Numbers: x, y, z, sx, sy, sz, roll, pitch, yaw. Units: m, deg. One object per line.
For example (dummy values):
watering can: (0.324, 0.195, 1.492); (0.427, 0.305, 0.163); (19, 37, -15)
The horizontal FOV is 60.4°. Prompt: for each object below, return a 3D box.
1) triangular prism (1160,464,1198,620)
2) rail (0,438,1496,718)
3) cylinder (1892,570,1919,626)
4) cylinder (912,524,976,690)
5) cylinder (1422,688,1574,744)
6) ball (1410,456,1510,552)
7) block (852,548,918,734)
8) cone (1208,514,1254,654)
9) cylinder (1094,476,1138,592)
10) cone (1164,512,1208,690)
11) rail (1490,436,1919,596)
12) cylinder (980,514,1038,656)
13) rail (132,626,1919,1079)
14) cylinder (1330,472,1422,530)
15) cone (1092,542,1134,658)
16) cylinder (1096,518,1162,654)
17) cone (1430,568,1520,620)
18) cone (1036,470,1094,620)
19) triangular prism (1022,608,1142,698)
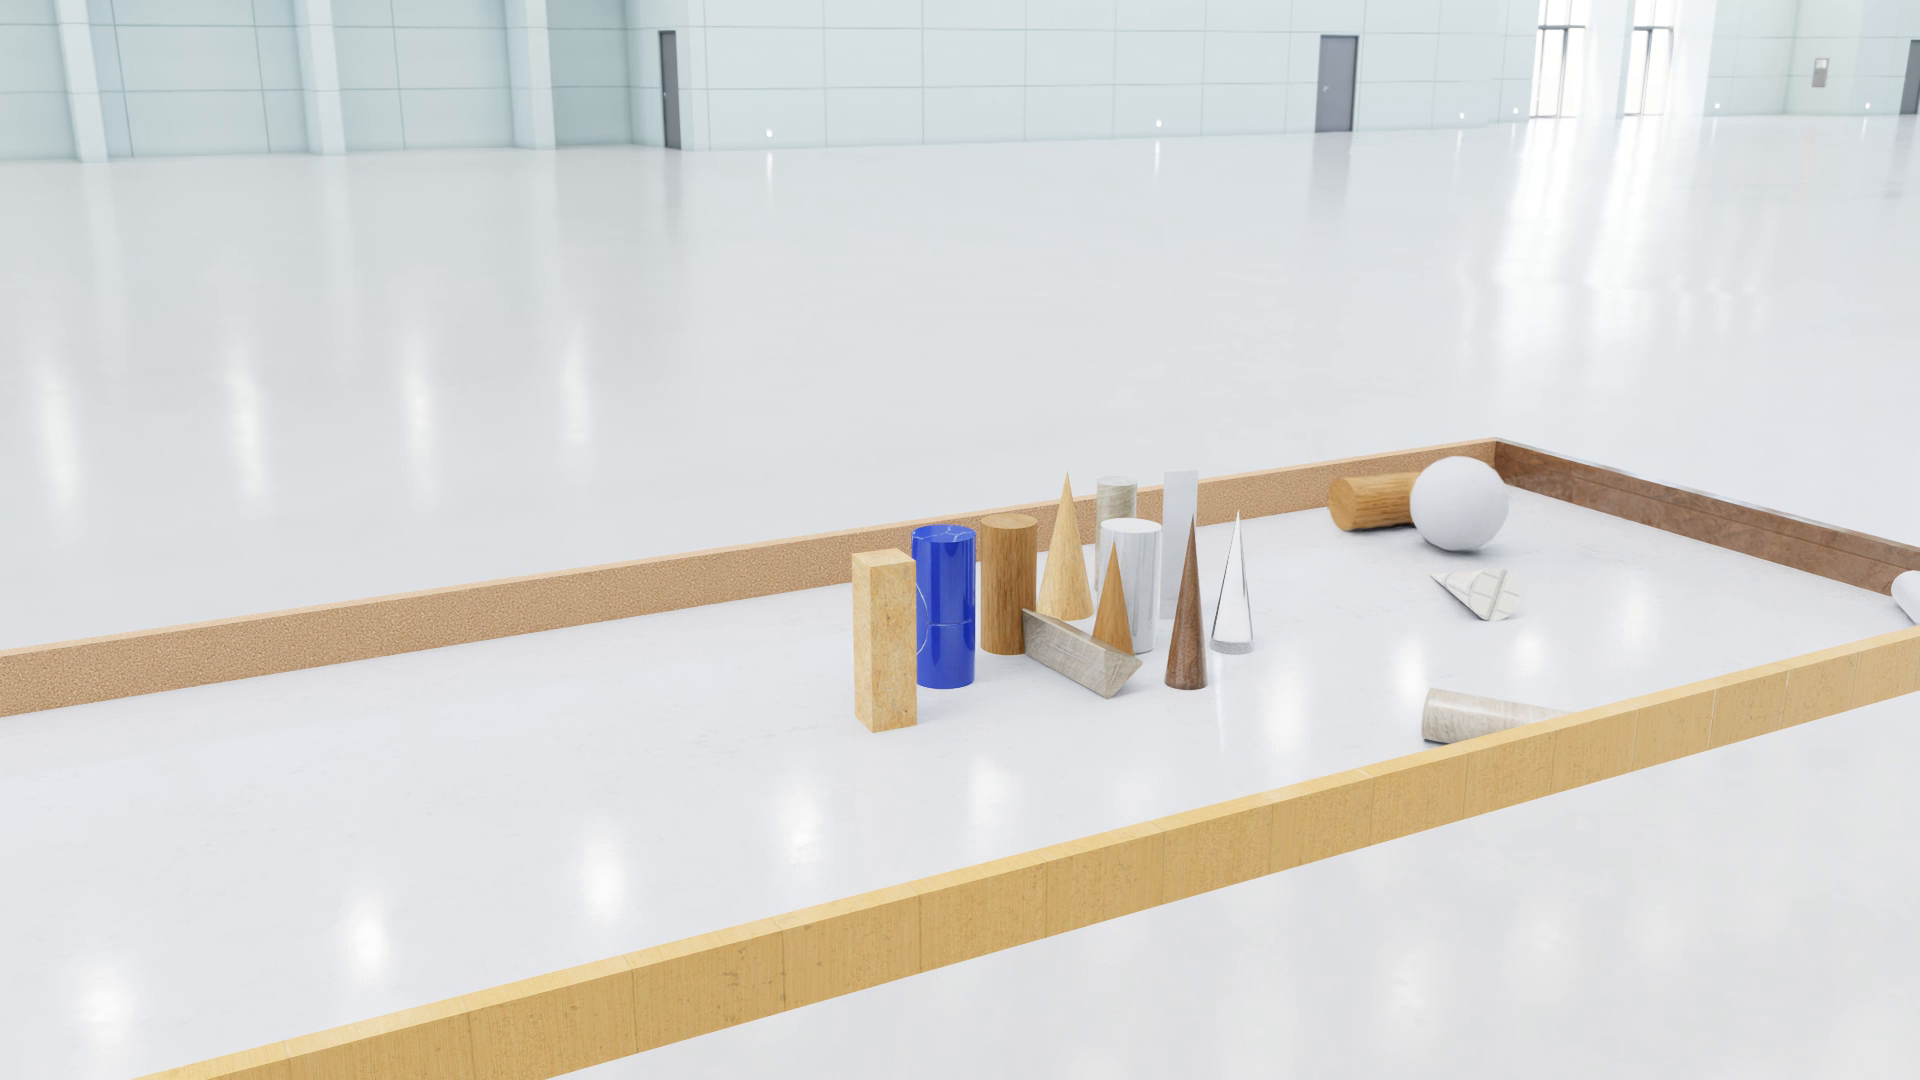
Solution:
triangular prism: (0.599, 0.005, 4.585); (0.092, 0.425, 0.080); (-2, 16, -5)
rail: (-3.305, 0.497, 3.399); (12.000, 0.150, 0.050); (-9, 18, -27)
cylinder: (2.652, 0.199, 4.485); (0.109, 0.109, 0.442); (4, 17, 14)
cylinder: (-0.041, 0.166, 4.116); (0.160, 0.380, 0.160); (0, 16, 0)
cylinder: (1.214, 0.419, 3.719); (0.316, 0.119, 0.119); (9, 18, 27)
ball: (1.578, -0.115, 5.213); (0.300, 0.300, 0.300); (0, 16, 0)
block: (-0.175, 0.234, 3.843); (0.112, 0.404, 0.112); (-7, 18, -24)
cone: (0.723, 0.102, 4.333); (0.121, 0.380, 0.121); (0, 16, 0)
cylinder: (0.455, -0.014, 4.819); (0.117, 0.328, 0.117); (0, 16, 0)
cone: (0.567, 0.144, 4.077); (0.111, 0.444, 0.111); (0, 16, 0)
rail: (2.466, -0.048, 5.253); (0.050, 0.150, 2.100); (-9, 18, -27)
cylinder: (0.128, 0.116, 4.347); (0.148, 0.345, 0.148); (0, 16, 0)
rail: (-2.336, 1.006, 1.665); (12.000, 0.150, 0.050); (-9, 18, -27)
cylinder: (1.469, -0.136, 5.512); (0.434, 0.171, 0.171); (-5, 17, -17)
cone: (0.391, 0.157, 4.224); (0.129, 0.336, 0.129); (0, 16, 0)
cylinder: (0.444, 0.119, 4.359); (0.159, 0.326, 0.159); (1, 15, 0)
cone: (1.453, 0.126, 4.795); (0.148, 0.148, 0.435); (-2, 7, -8)
cone: (0.296, 0.003, 4.609); (0.166, 0.415, 0.166); (0, 16, 0)
triangular prism: (0.284, 0.262, 4.167); (0.128, 0.111, 0.366); (-44, 32, -14)
